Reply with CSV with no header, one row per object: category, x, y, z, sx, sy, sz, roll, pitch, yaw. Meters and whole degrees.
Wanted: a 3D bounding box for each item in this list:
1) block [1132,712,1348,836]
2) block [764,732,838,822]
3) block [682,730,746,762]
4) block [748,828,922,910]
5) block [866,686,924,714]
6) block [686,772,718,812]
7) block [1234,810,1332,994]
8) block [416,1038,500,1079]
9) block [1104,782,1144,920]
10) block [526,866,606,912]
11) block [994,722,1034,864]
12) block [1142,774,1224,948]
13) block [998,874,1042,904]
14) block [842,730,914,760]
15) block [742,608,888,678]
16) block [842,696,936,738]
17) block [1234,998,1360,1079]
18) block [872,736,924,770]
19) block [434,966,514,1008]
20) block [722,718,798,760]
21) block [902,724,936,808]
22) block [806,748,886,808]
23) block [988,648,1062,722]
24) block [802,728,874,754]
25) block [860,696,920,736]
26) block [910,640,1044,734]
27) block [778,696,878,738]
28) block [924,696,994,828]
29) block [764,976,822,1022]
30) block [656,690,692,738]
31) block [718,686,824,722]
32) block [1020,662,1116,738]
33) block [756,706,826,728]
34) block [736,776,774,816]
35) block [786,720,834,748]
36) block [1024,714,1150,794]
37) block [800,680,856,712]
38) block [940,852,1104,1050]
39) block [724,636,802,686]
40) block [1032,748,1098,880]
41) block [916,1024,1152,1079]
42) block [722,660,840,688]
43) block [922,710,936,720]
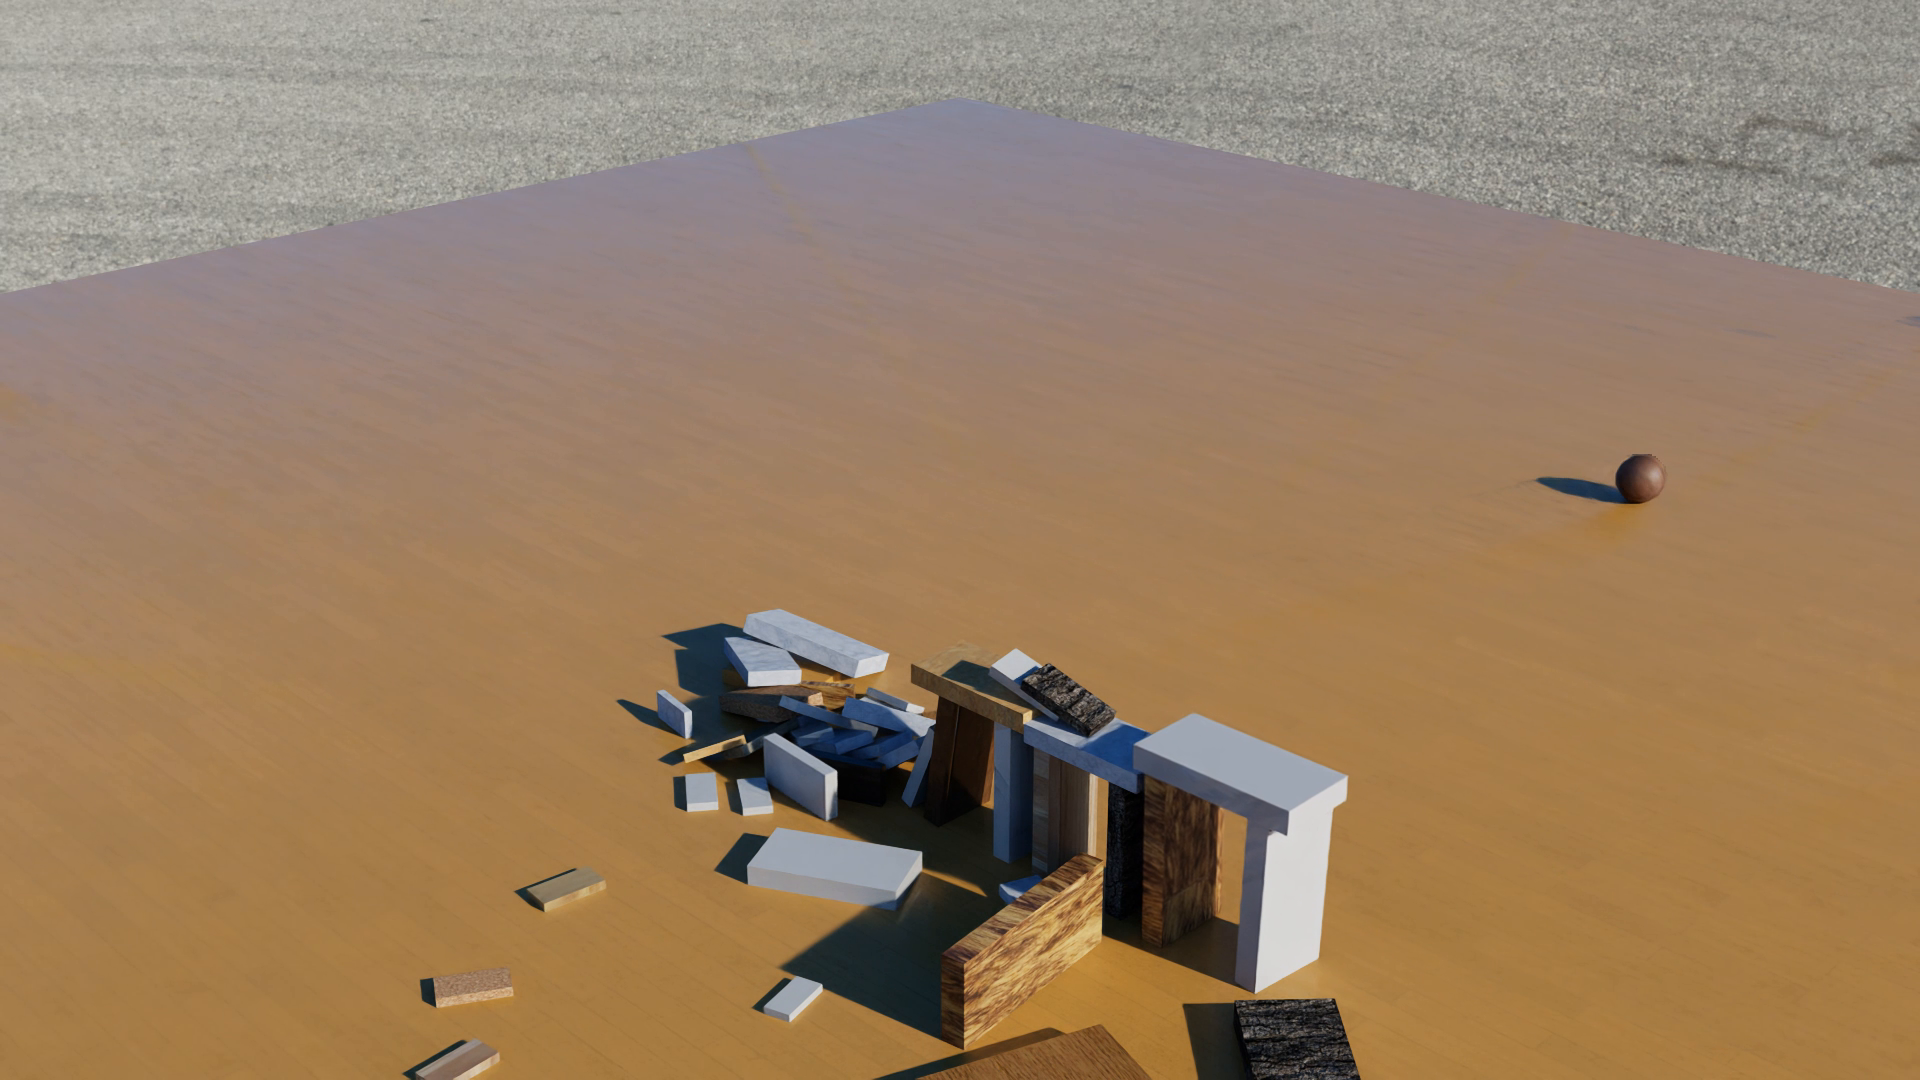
block,0.490,0.408,3.865,0.340,0.048,0.170,21,31,40
block,-0.326,0.483,4.488,0.030,0.106,0.212,-18,29,-36
block,-0.519,0.436,4.646,0.132,0.019,0.066,-18,7,-6
block,-0.239,0.630,4.221,0.301,0.043,0.150,7,24,16
block,-0.144,0.356,4.863,0.121,0.017,0.061,19,-2,38
block,-0.531,0.517,4.519,0.063,0.018,0.125,-3,23,-8
block,0.571,0.615,3.874,0.170,0.340,0.048,-19,30,-37
block,-0.838,0.879,3.667,0.063,0.018,0.125,18,29,36
block,0.334,0.555,4.094,0.140,0.280,0.040,-21,31,-41
block,-0.747,0.662,4.176,0.132,0.019,0.066,-18,29,-36
block,0.133,0.466,4.280,0.042,0.298,0.149,21,31,41
block,0.408,0.556,4.013,0.170,0.340,0.048,-21,29,-40
block,0.147,0.685,4.116,0.083,0.023,0.166,-11,25,-24
block,-0.182,0.436,4.591,0.088,0.025,0.176,-21,1,-38
block,-0.330,0.235,5.037,0.301,0.043,0.150,21,12,22
block,-0.084,0.395,4.647,0.301,0.043,0.150,14,-5,16
block,0.563,0.879,3.627,0.173,0.049,0.346,-1,23,-2
block,-0.110,0.438,4.529,0.106,0.030,0.211,-20,-7,-43
block,-0.859,0.788,3.879,0.132,0.019,0.066,-6,24,-15
block,-0.428,0.422,4.686,0.157,0.022,0.078,-28,10,-42
block,-0.044,0.443,4.452,0.106,0.211,0.030,-22,54,-41
block,-0.238,0.487,4.501,0.176,0.088,0.025,9,25,20
block,0.145,0.275,4.181,0.166,0.023,0.083,34,39,21
block,-0.262,0.425,4.637,0.088,0.025,0.176,-18,6,-29
block,-0.169,0.389,4.814,0.163,0.023,0.081,16,28,33
block,0.063,0.283,4.273,0.298,0.042,0.149,22,31,39
block,-0.280,0.377,4.695,0.203,0.023,0.081,21,-5,-30
block,0.010,0.417,4.393,0.042,0.298,0.149,30,36,35
block,-0.292,0.803,3.849,0.053,0.015,0.106,12,26,26
block,-0.621,0.379,4.788,0.018,0.063,0.125,-15,27,-32
block,-0.414,0.352,4.807,0.120,0.034,0.239,-17,13,-35
block,0.203,0.301,4.131,0.166,0.023,0.083,35,39,23
block,-0.367,0.378,4.789,0.078,0.022,0.157,-20,15,-39
block,-0.420,0.524,4.503,0.061,0.017,0.121,-4,23,-10
block,-0.321,0.410,4.685,0.078,0.022,0.157,-16,7,-12
block,0.268,0.382,4.092,0.140,0.040,0.280,-21,31,-41
block,-0.293,0.346,4.867,0.122,0.061,0.017,3,23,8
block,0.113,0.715,3.855,0.049,0.173,0.414,17,28,34
block,-0.446,0.272,4.954,0.120,0.034,0.239,-1,16,-19
block,0.202,0.503,4.216,0.040,0.280,0.140,21,31,41
block,0.121,0.899,3.580,0.346,0.049,0.173,-11,25,-24
block,-0.405,0.309,4.989,0.239,0.034,0.120,12,26,26
block,0.005,0.394,4.802,0.163,0.023,0.081,-7,24,-15
